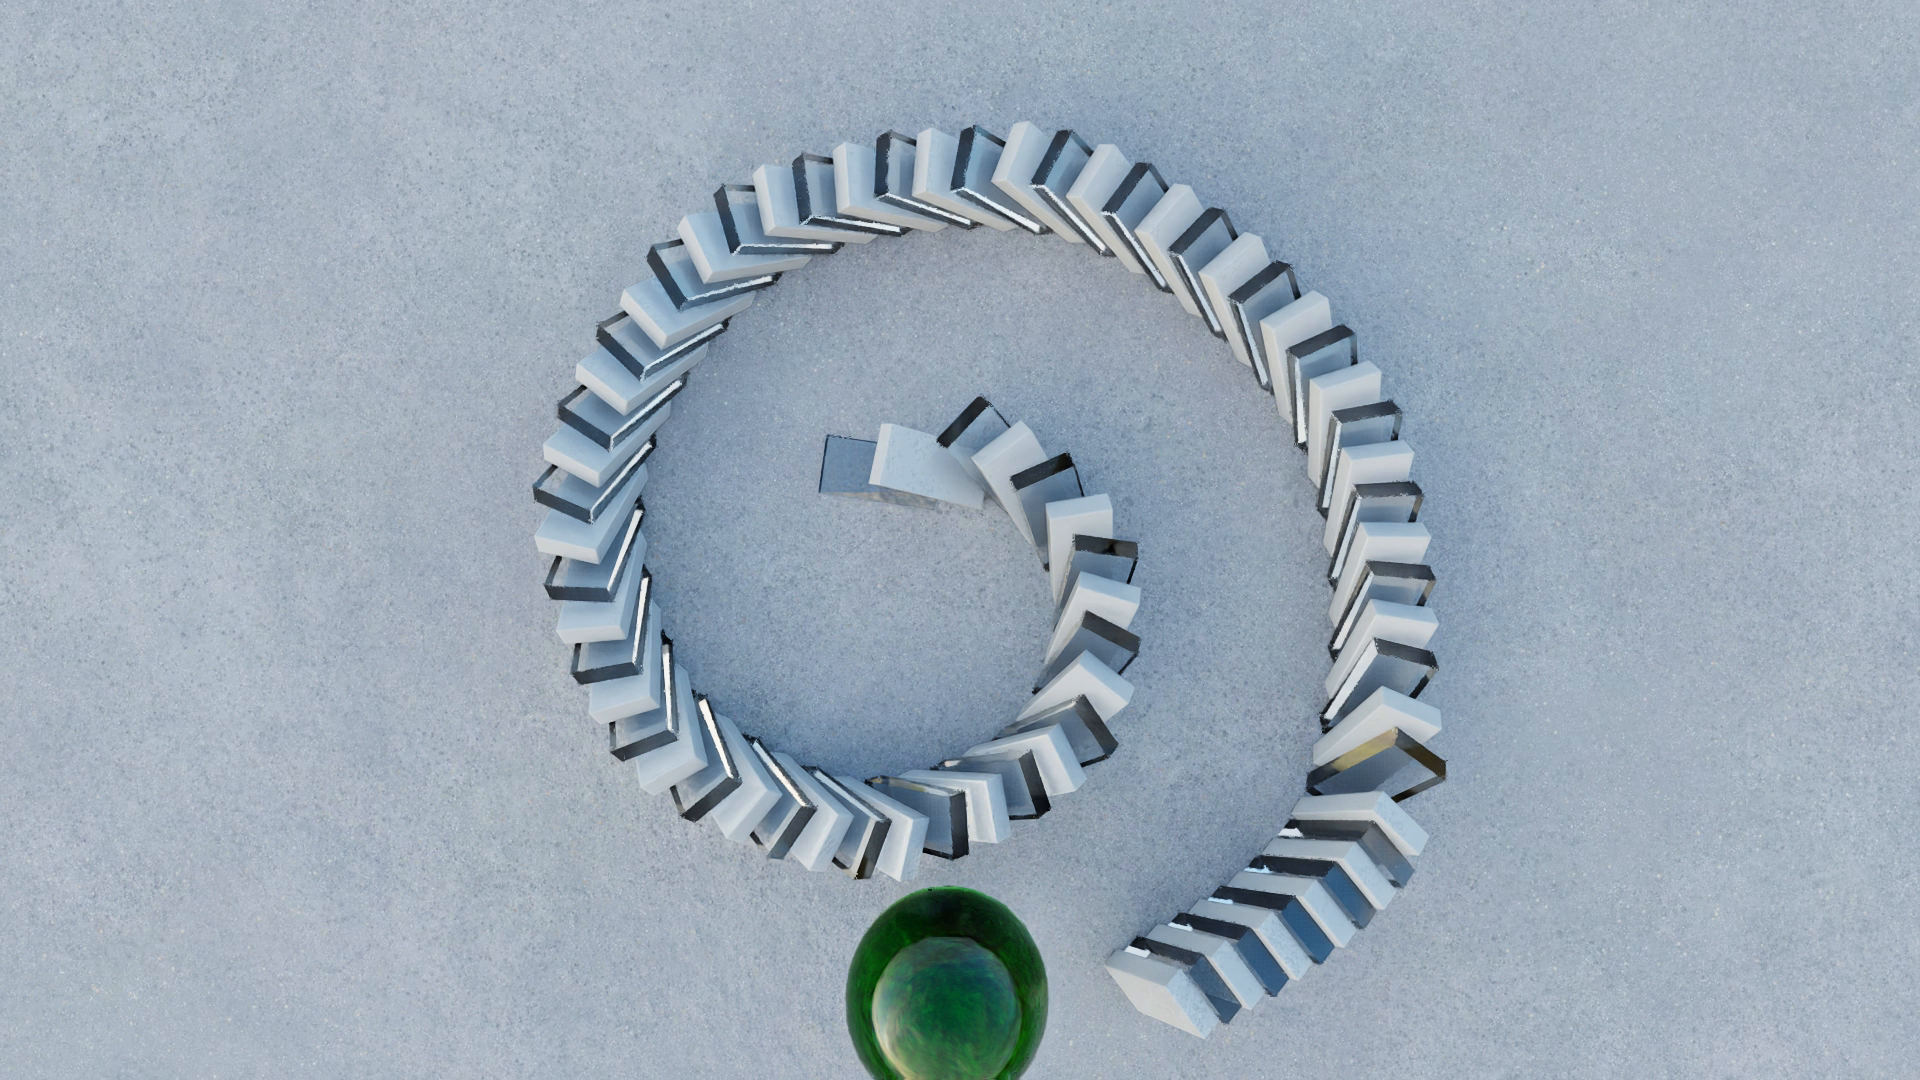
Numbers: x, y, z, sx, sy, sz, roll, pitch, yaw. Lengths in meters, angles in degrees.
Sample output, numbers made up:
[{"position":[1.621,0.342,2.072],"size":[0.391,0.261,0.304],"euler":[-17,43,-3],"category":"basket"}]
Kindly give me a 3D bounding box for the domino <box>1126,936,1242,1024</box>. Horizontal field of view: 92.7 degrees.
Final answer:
[{"position":[0.090,0.179,0.375],"size":[0.010,0.050,0.025],"euler":[-37,90,-25],"category":"domino"}]

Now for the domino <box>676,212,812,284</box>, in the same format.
[{"position":[-0.088,-0.123,0.380],"size":[0.050,0.010,0.025],"euler":[-25,89,-40],"category":"domino"}]

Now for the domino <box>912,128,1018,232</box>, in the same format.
[{"position":[0.004,-0.149,0.381],"size":[0.050,0.009,0.025],"euler":[6,90,-39],"category":"domino"}]

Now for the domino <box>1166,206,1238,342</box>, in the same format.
[{"position":[0.108,-0.110,0.381],"size":[0.025,0.009,0.050],"euler":[-45,129,0],"category":"domino"}]

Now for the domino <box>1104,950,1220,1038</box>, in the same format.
[{"position":[0.081,0.185,0.375],"size":[0.010,0.050,0.025],"euler":[-37,90,-25],"category":"domino"}]

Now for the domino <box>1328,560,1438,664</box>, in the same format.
[{"position":[0.174,0.032,0.381],"size":[0.025,0.010,0.050],"euler":[5,129,0],"category":"domino"}]

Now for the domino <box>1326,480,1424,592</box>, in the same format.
[{"position":[0.172,-0.001,0.381],"size":[0.025,0.009,0.050],"euler":[-3,129,0],"category":"domino"}]

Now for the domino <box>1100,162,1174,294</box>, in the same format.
[{"position":[0.082,-0.128,0.380],"size":[0.050,0.010,0.025],"euler":[37,89,-39],"category":"domino"}]

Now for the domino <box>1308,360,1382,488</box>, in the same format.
[{"position":[0.159,-0.047,0.380],"size":[0.025,0.010,0.050],"euler":[-17,130,0],"category":"domino"}]

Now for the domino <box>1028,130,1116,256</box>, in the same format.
[{"position":[0.053,-0.143,0.380],"size":[0.050,0.009,0.025],"euler":[29,89,-40],"category":"domino"}]

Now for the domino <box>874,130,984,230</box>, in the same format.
[{"position":[-0.012,-0.148,0.381],"size":[0.050,0.010,0.025],"euler":[3,90,-39],"category":"domino"}]

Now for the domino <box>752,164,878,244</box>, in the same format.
[{"position":[-0.059,-0.139,0.380],"size":[0.050,0.010,0.025],"euler":[-10,89,-40],"category":"domino"}]

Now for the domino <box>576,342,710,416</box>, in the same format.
[{"position":[-0.131,-0.075,0.380],"size":[0.025,0.009,0.050],"euler":[38,50,0],"category":"domino"}]

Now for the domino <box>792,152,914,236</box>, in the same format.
[{"position":[-0.044,-0.142,0.380],"size":[0.050,0.009,0.025],"euler":[-8,90,-40],"category":"domino"}]

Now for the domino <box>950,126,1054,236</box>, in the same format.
[{"position":[0.020,-0.148,0.381],"size":[0.050,0.010,0.025],"euler":[11,90,-39],"category":"domino"}]

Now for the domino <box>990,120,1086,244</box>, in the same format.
[{"position":[0.038,-0.147,0.380],"size":[0.050,0.010,0.025],"euler":[22,89,-40],"category":"domino"}]

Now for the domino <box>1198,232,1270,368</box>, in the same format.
[{"position":[0.120,-0.099,0.381],"size":[0.025,0.009,0.050],"euler":[-41,129,0],"category":"domino"}]

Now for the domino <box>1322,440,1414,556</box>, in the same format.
[{"position":[0.169,-0.017,0.381],"size":[0.025,0.010,0.050],"euler":[-7,129,0],"category":"domino"}]

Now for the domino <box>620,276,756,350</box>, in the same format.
[{"position":[-0.112,-0.100,0.380],"size":[0.025,0.009,0.050],"euler":[48,50,0],"category":"domino"}]

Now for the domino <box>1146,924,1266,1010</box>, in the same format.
[{"position":[0.099,0.174,0.375],"size":[0.010,0.050,0.025],"euler":[-37,90,-25],"category":"domino"}]

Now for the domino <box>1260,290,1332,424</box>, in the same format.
[{"position":[0.142,-0.075,0.380],"size":[0.025,0.010,0.050],"euler":[-30,130,0],"category":"domino"}]

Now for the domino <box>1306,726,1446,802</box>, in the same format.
[{"position":[0.171,0.098,0.378],"size":[0.025,0.050,0.009],"euler":[35,46,-2],"category":"domino"}]

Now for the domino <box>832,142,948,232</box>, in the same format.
[{"position":[-0.028,-0.146,0.381],"size":[0.050,0.010,0.025],"euler":[-4,90,-39],"category":"domino"}]

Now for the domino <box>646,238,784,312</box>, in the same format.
[{"position":[-0.101,-0.114,0.380],"size":[0.050,0.009,0.025],"euler":[-32,90,-41],"category":"domino"}]

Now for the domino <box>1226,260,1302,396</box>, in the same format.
[{"position":[0.131,-0.087,0.381],"size":[0.025,0.010,0.050],"euler":[-37,129,0],"category":"domino"}]

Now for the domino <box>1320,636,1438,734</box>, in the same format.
[{"position":[0.173,0.064,0.381],"size":[0.025,0.010,0.050],"euler":[14,129,0],"category":"domino"}]

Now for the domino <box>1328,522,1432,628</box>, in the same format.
[{"position":[0.173,0.015,0.381],"size":[0.025,0.010,0.050],"euler":[0,129,0],"category":"domino"}]

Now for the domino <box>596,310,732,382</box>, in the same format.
[{"position":[-0.122,-0.088,0.380],"size":[0.025,0.009,0.050],"euler":[43,50,0],"category":"domino"}]

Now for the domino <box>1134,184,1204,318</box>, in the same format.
[{"position":[0.095,-0.119,0.381],"size":[0.025,0.010,0.050],"euler":[-49,129,0],"category":"domino"}]

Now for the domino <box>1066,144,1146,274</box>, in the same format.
[{"position":[0.068,-0.136,0.380],"size":[0.050,0.009,0.025],"euler":[33,89,-40],"category":"domino"}]

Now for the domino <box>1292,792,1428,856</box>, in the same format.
[{"position":[0.162,0.116,0.375],"size":[0.025,0.050,0.010],"euler":[44,65,-1],"category":"domino"}]

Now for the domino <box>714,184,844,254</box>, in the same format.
[{"position":[-0.074,-0.133,0.380],"size":[0.050,0.009,0.025],"euler":[-16,89,-40],"category":"domino"}]

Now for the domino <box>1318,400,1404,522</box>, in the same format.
[{"position":[0.165,-0.032,0.380],"size":[0.025,0.010,0.050],"euler":[-10,129,0],"category":"domino"}]

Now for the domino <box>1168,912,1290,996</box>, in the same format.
[{"position":[0.108,0.169,0.375],"size":[0.010,0.050,0.025],"euler":[-37,90,-25],"category":"domino"}]

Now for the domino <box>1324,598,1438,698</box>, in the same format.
[{"position":[0.174,0.048,0.381],"size":[0.025,0.010,0.050],"euler":[9,129,0],"category":"domino"}]

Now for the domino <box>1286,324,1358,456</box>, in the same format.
[{"position":[0.151,-0.062,0.380],"size":[0.025,0.010,0.050],"euler":[-24,130,0],"category":"domino"}]

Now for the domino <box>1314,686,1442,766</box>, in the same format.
[{"position":[0.171,0.082,0.379],"size":[0.025,0.050,0.009],"euler":[23,46,0],"category":"domino"}]
